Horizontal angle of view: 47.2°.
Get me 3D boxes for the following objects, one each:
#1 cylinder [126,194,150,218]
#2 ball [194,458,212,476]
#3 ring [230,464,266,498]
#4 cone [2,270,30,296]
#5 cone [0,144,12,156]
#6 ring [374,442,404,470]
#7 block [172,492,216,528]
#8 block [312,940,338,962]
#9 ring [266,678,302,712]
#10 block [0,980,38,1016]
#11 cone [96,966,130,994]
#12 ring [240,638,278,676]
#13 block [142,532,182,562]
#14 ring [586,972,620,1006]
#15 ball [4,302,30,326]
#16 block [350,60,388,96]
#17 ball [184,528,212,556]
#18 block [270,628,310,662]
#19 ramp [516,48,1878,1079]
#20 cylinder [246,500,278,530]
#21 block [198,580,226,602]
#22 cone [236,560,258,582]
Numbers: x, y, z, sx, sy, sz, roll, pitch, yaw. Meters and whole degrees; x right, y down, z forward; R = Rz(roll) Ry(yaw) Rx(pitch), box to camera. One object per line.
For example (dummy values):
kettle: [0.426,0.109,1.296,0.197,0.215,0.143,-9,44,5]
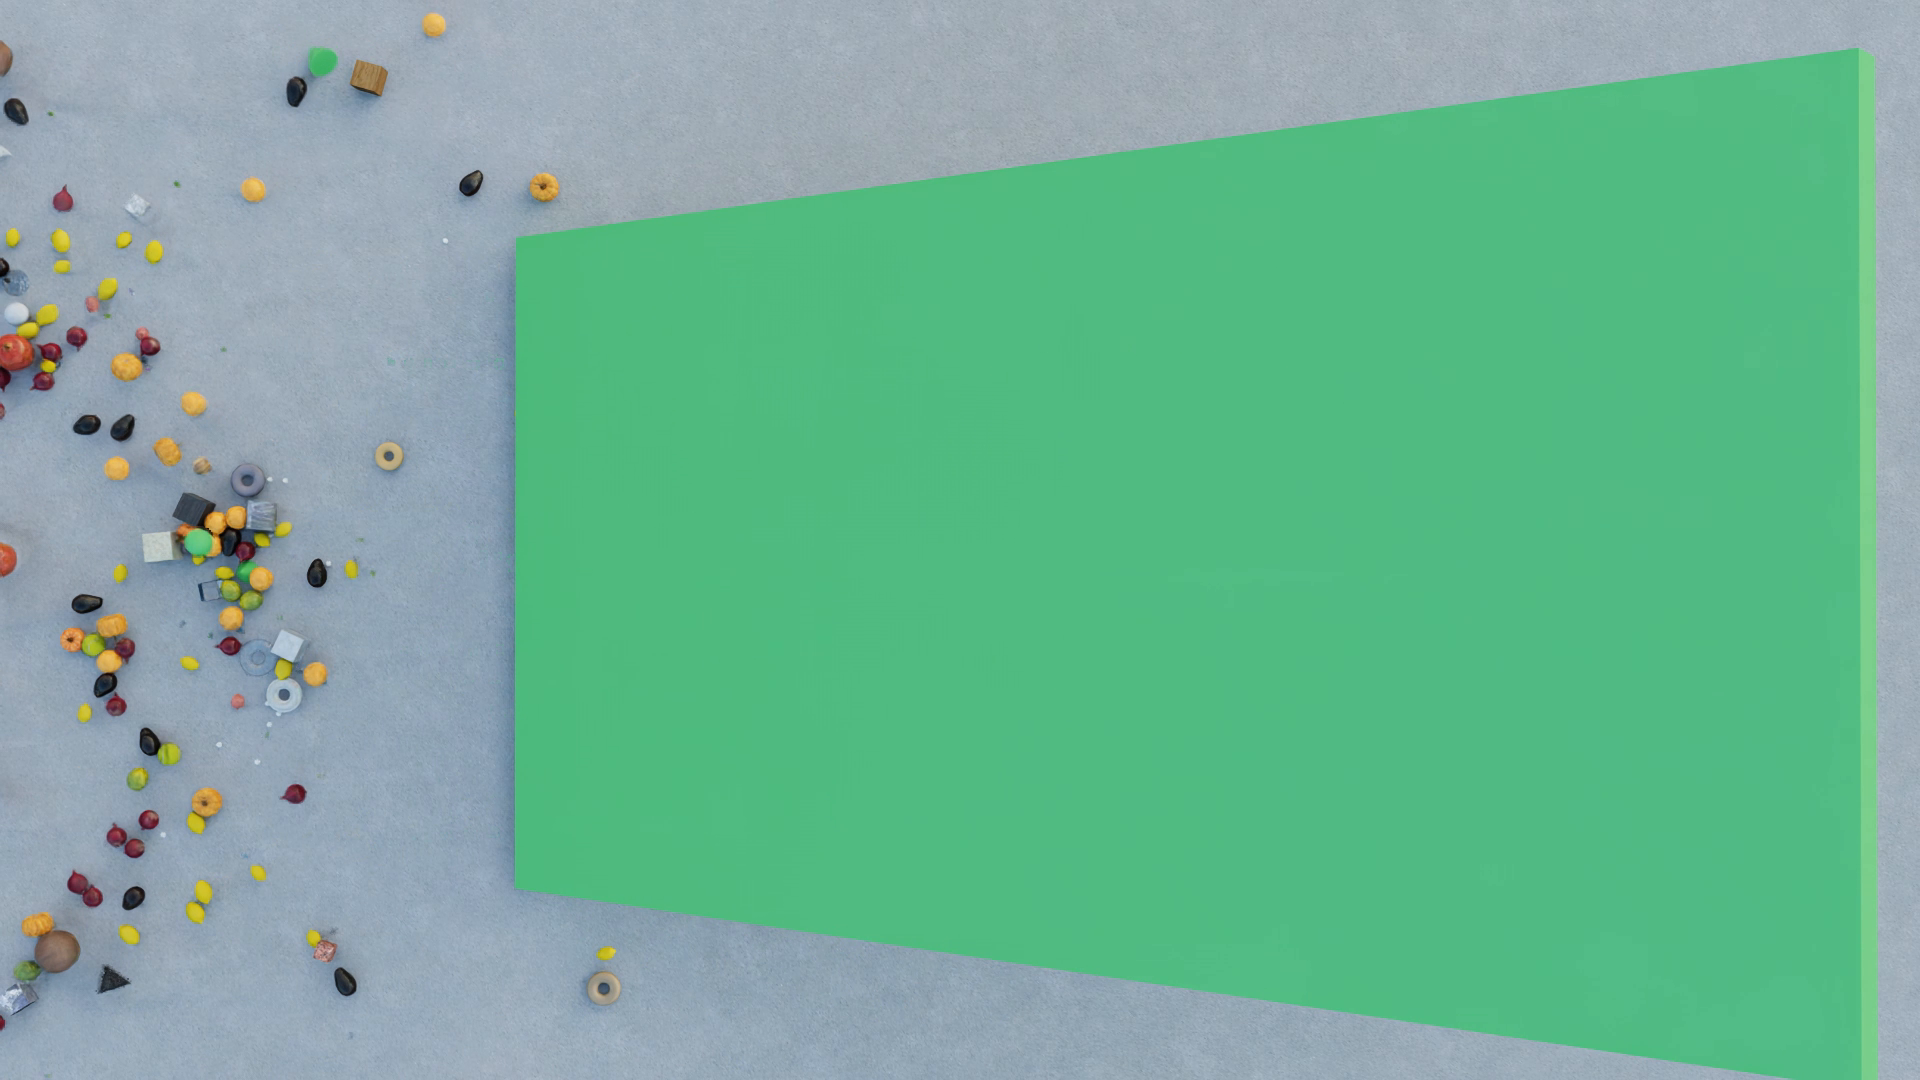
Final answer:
cylinder: [-2.548,-1.035,6.814,0.054,0.054,0.054,36,90,0]
ball: [-2.346,-0.226,6.811,0.051,0.051,0.051,0,90,0]
ring: [-2.208,-0.185,6.818,0.106,0.035,0.106,0,88,-1]
cone: [-2.936,-0.800,6.797,0.085,0.085,0.085,0,90,0]
cone: [-2.991,-1.211,6.821,0.097,0.097,0.097,18,90,-27]
ring: [-1.771,-0.259,6.822,0.089,0.030,0.089,0,88,1]
block: [-2.366,-0.092,6.795,0.081,0.081,0.081,25,90,0]
block: [-1.964,1.272,6.802,0.050,0.050,0.050,19,90,0]
ring: [-2.094,0.479,6.814,0.110,0.037,0.110,0,89,-1]
block: [-2.909,1.413,6.789,0.074,0.074,0.074,-33,90,0]
cone: [-2.613,1.367,6.806,0.092,0.092,0.092,15,90,-27]
ring: [-2.174,0.364,6.813,0.119,0.040,0.119,0,89,1]
block: [-2.463,0.021,6.792,0.086,0.086,0.086,-6,90,0]
ring: [-1.103,1.389,6.808,0.107,0.036,0.107,0,88,-1]
ball: [-2.917,-0.698,6.803,0.073,0.073,0.073,0,90,0]
block: [-1.828,-1.429,6.804,0.080,0.080,0.080,16,90,0]
ball: [-2.331,0.007,6.729,0.082,0.082,0.082,0,90,0]
block: [-2.067,0.326,6.795,0.076,0.076,0.076,26,90,0]
ramp: [0.213,0.062,5.528,4.000,0.100,2.000,0,90,39]
cylinder: [-2.157,-0.076,6.792,0.087,0.087,0.087,4,90,0]
block: [-2.316,0.157,6.806,0.056,0.056,0.056,-12,90,0]
cone: [-2.213,0.099,6.799,0.070,0.070,0.070,0,90,0]
